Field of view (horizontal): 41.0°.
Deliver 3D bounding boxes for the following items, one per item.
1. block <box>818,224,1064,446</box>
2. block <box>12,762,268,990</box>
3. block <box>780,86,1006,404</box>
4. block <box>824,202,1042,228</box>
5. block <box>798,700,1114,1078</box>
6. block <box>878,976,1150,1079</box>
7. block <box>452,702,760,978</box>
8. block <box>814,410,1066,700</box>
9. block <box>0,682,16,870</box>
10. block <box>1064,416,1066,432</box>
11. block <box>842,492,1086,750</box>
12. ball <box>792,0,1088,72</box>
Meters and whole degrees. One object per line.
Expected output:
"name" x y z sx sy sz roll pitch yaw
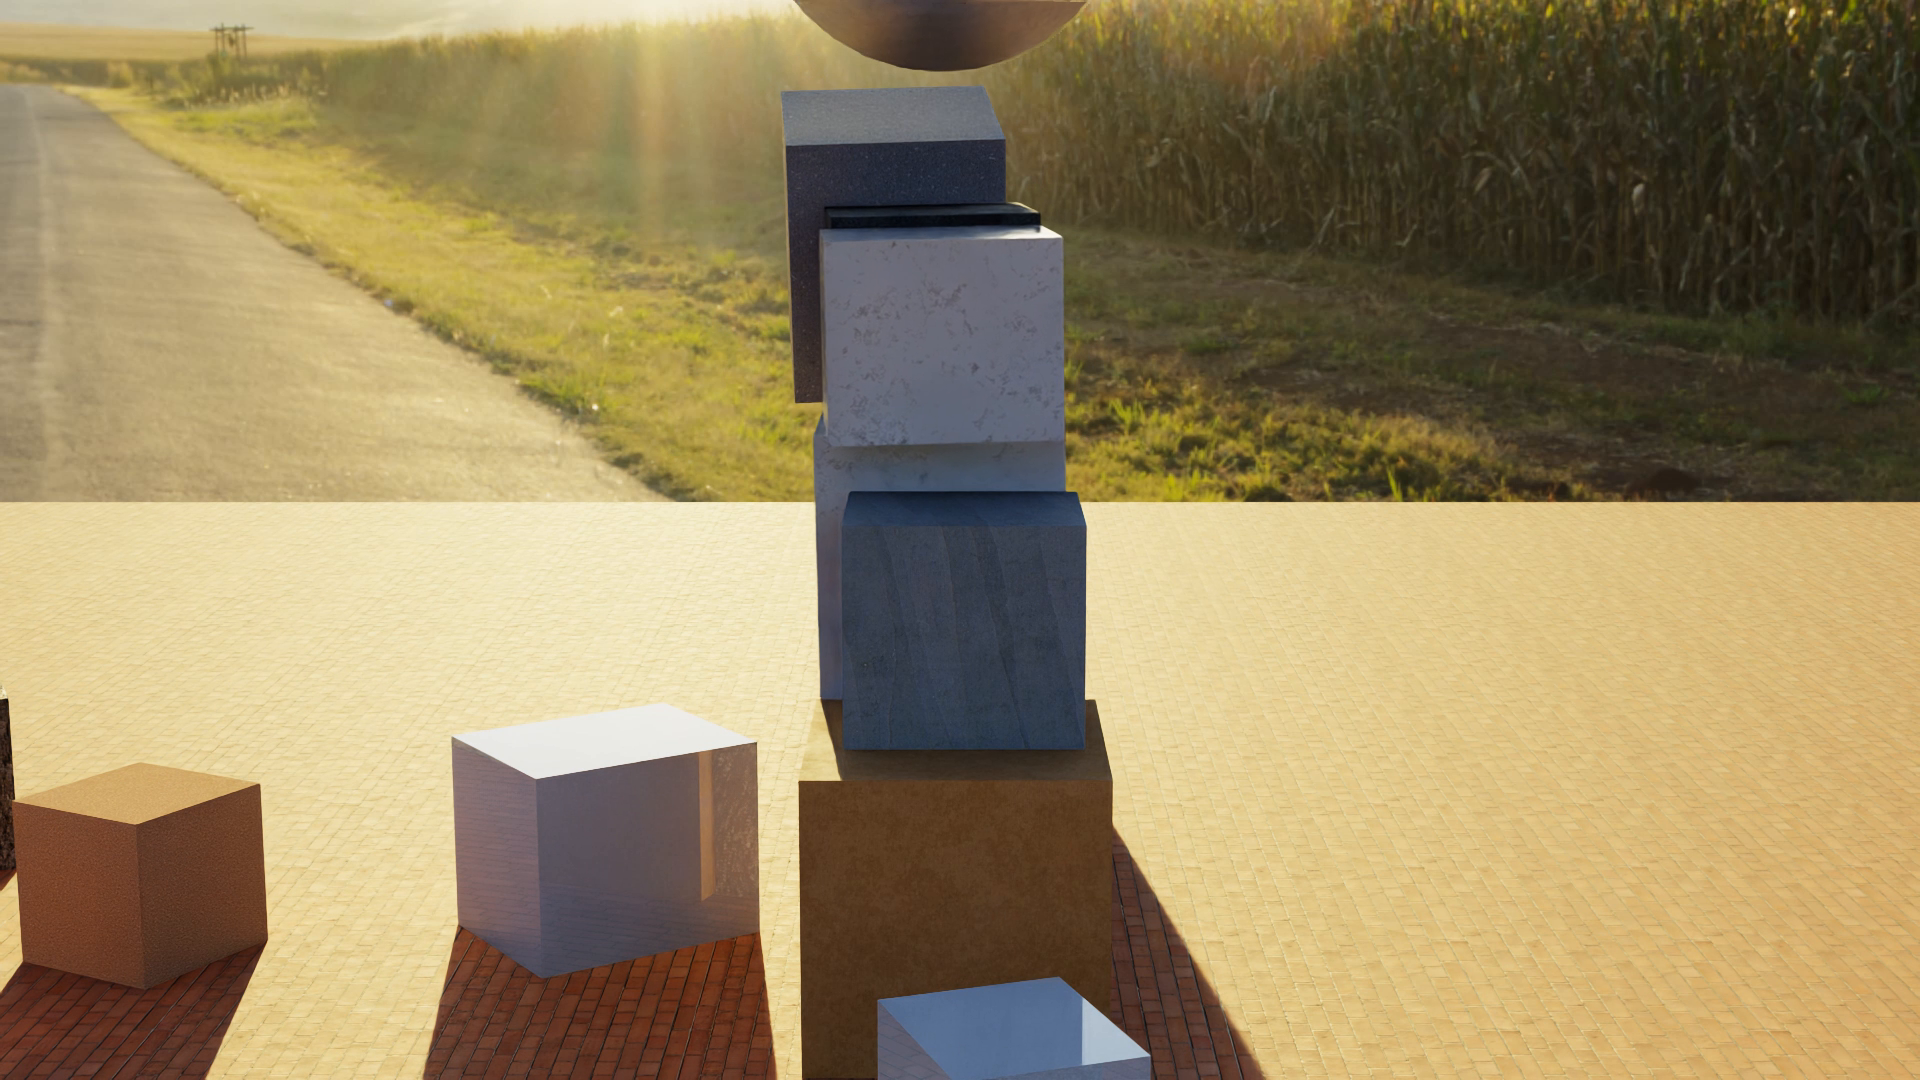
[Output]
"block" -0.085 -0.811 9.971 0.890 0.761 0.830 -2 10 -4
"block" -3.299 1.338 10.350 0.677 0.665 0.669 6 12 28
"block" -0.314 -1.371 11.755 0.950 1.177 1.016 -2 23 -4
"block" -0.124 -0.986 10.813 0.848 0.806 0.884 -2 10 -4
"block" -0.015 1.264 9.565 1.091 1.090 1.174 0 10 0
"block" 0.148 1.797 7.663 0.597 0.722 0.700 -4 11 -20
"block" -1.465 1.215 10.611 0.989 0.812 0.805 -7 12 -34
"block" -0.072 0.065 10.507 0.972 1.154 1.065 -1 10 0
"block" -4.801 1.045 11.633 0.887 0.781 0.903 -5 11 -25
"block" -0.015 -0.071 11.554 0.935 1.103 0.973 0 10 0
"block" 0.014 0.285 9.606 0.877 0.822 0.773 0 10 0
"ball" -0.082 -2.760 10.679 1.600 1.600 1.600 0 10 0
